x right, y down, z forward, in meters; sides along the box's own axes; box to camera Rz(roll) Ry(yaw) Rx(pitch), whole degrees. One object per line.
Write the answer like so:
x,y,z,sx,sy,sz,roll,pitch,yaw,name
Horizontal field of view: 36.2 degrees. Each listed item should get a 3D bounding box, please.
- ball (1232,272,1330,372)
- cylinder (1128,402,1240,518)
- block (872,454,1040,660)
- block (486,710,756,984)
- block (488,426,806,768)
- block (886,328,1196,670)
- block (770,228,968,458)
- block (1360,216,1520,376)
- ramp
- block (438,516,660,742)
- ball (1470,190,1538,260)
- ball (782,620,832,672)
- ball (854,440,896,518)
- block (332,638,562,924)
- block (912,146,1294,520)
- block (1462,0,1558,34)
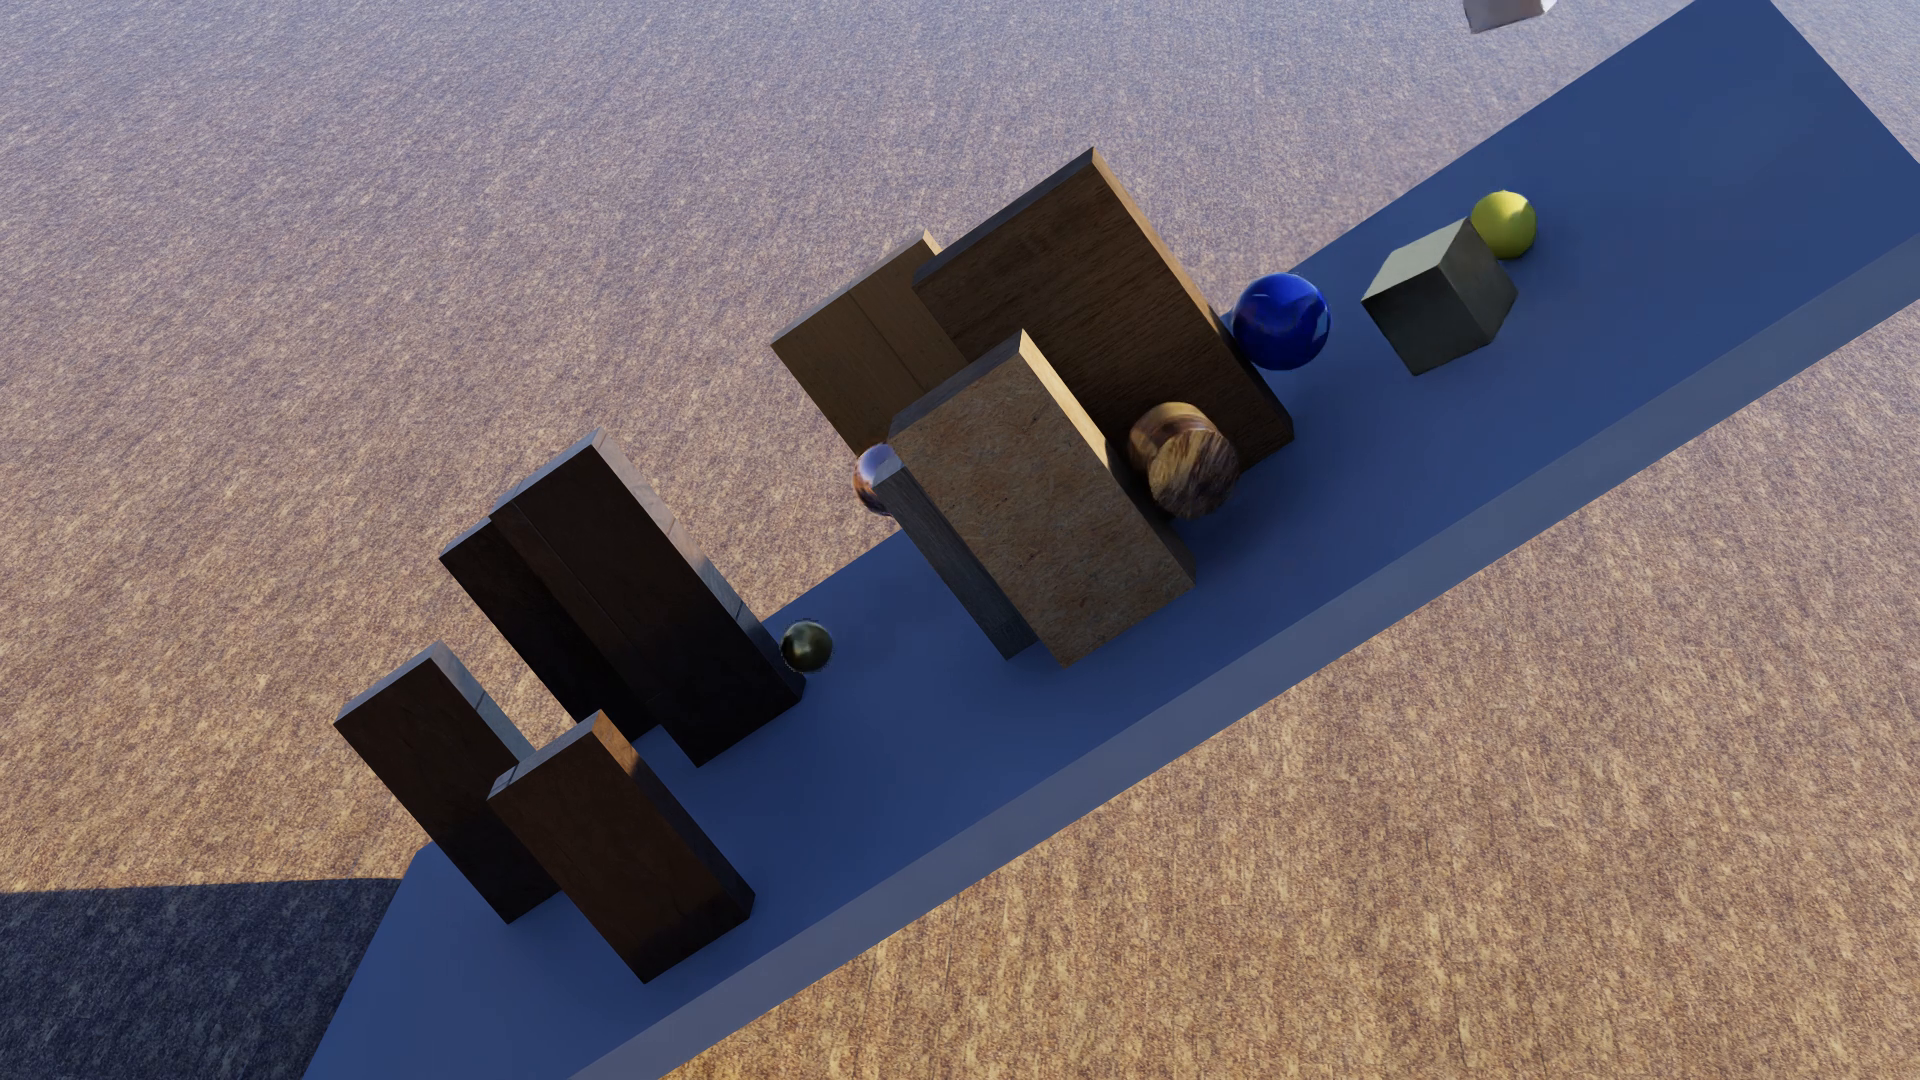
0.657,-0.446,6.022,0.201,0.201,0.201,0,22,0,ball
0.430,-0.156,5.671,0.177,0.177,0.177,-4,21,-10,cylinder
0.121,-0.057,5.952,0.394,0.460,0.129,-33,16,16,block
-0.659,0.602,5.746,0.264,0.492,0.098,-33,16,16,block
-0.705,0.135,6.681,0.300,0.761,0.119,-33,16,16,block
0.162,-0.076,5.693,0.311,0.579,0.143,-33,16,16,block
-0.072,-0.343,6.875,0.444,0.635,0.084,-33,16,16,block
0.951,-0.481,5.822,0.192,0.192,0.192,-24,21,41,block
0.132,0.177,6.315,4.000,0.100,2.000,-33,16,16,ramp
-0.963,0.206,7.249,0.271,0.657,0.092,-33,16,16,block
1.113,-0.644,6.025,0.141,0.141,0.141,0,22,0,ball
-0.350,0.244,6.745,0.117,0.117,0.117,0,22,0,ball
-0.149,-0.134,6.404,0.168,0.168,0.168,0,22,0,ball
-1.096,0.549,6.641,0.288,0.616,0.103,-33,16,16,block
0.296,-0.381,6.019,0.447,0.711,0.127,-33,16,16,block
1.039,-1.067,5.599,0.146,0.146,0.146,-12,17,28,block
